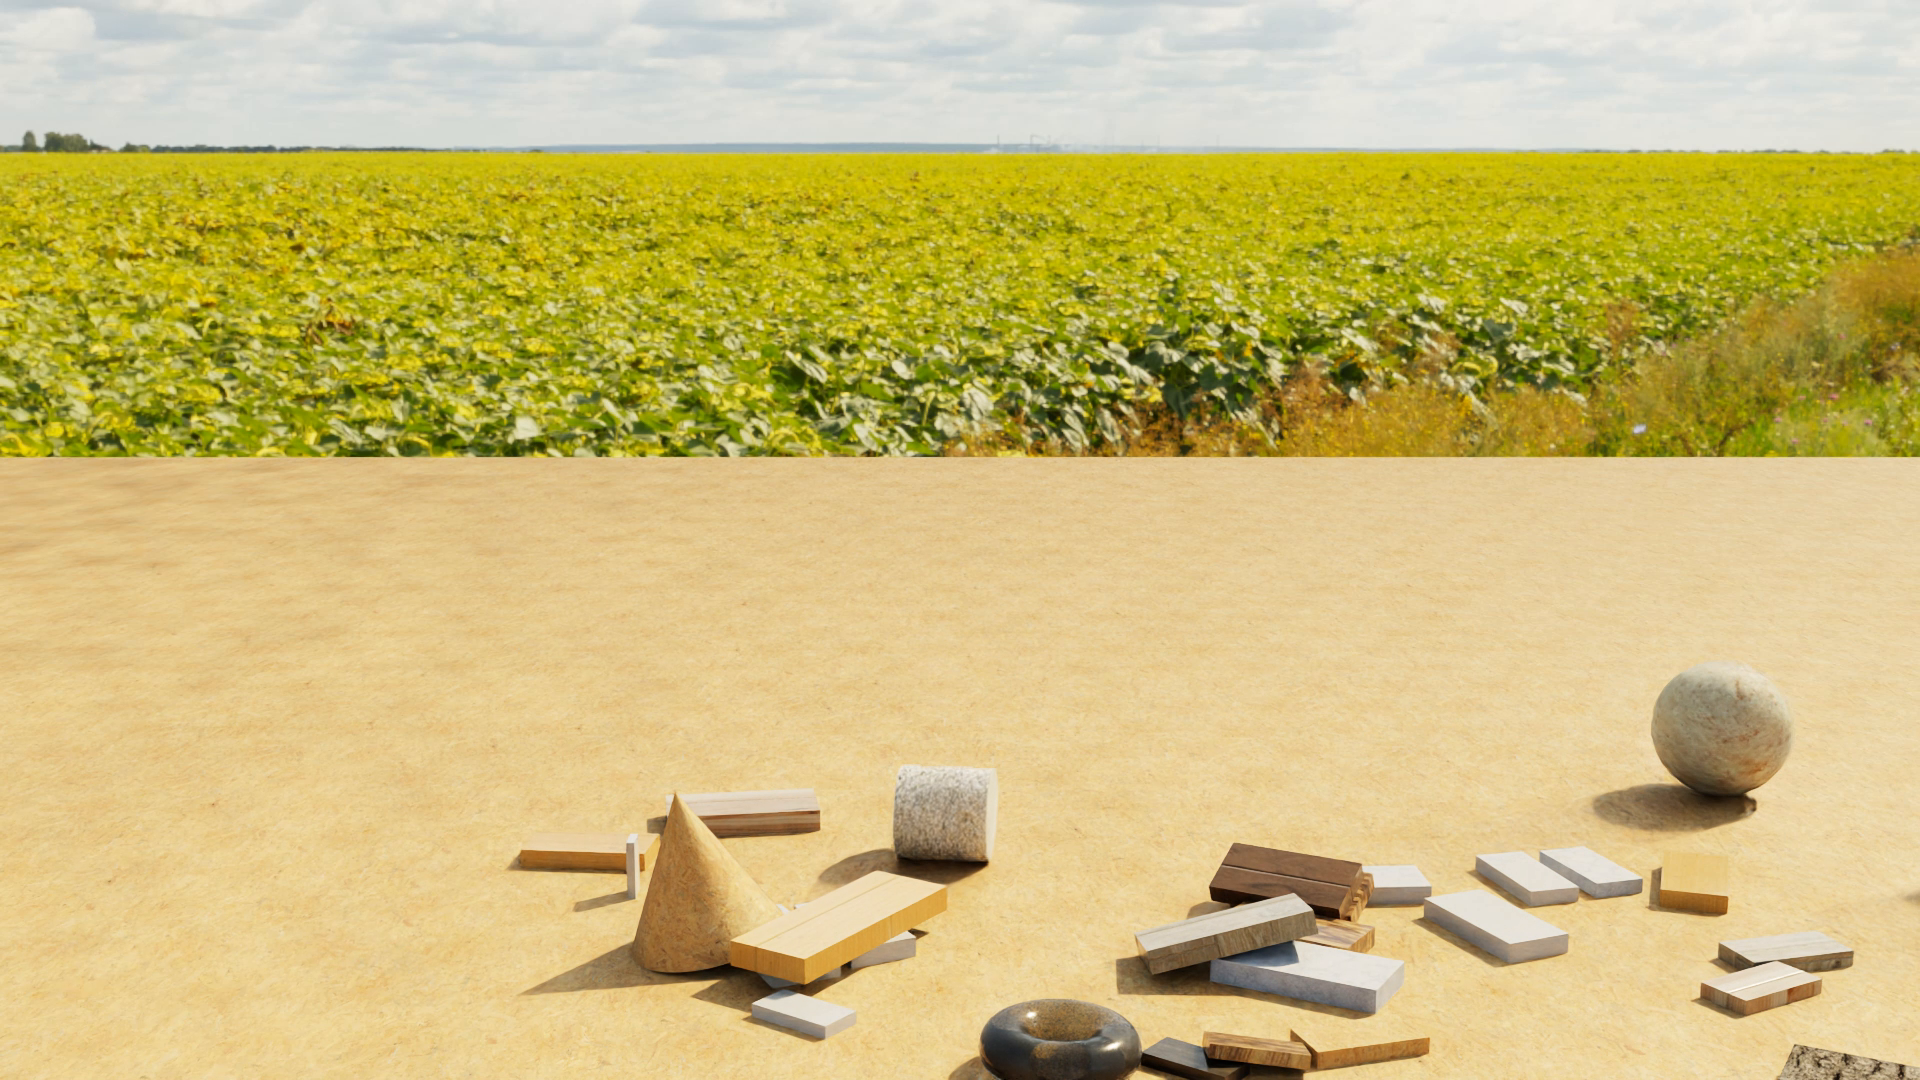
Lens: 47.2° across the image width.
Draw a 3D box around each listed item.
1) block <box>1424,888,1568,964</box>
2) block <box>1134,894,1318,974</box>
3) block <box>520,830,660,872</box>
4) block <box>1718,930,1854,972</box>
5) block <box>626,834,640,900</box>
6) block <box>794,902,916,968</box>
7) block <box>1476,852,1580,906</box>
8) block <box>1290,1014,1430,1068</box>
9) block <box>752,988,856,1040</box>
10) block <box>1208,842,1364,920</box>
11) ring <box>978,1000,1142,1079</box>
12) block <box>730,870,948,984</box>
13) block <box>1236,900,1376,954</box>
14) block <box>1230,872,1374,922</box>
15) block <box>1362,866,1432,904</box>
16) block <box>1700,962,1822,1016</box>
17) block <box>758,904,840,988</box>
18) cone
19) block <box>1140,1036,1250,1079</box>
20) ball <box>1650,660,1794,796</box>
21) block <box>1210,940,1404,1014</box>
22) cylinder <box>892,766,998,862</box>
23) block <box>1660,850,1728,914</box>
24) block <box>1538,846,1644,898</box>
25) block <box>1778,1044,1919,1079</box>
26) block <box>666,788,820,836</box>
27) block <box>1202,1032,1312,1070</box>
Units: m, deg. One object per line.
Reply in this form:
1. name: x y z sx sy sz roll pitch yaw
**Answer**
1. block: 0.846 0.609 3.480 0.111 0.031 0.222 -5 11 -23
2. block: 0.402 0.596 3.337 0.257 0.036 0.129 -13 3 -4
3. block: -0.645 0.542 3.842 0.219 0.031 0.109 1 11 6
4. block: 1.263 0.634 3.366 0.176 0.025 0.088 -3 11 -16
5. block: -0.544 0.543 3.657 0.014 0.097 0.049 0 11 0
6. block: -0.167 0.614 3.457 0.109 0.031 0.219 -5 12 -27
7. block: 0.954 0.570 3.708 0.088 0.025 0.190 -3 11 -14
8. block: 0.553 0.694 3.045 0.170 0.024 0.085 -3 11 -17
9. block: -0.223 0.677 3.145 0.138 0.020 0.069 8 13 36
10. block: 0.528 0.554 3.560 0.222 0.031 0.111 6 36 29
11. ring: 0.135 0.684 2.966 0.221 0.074 0.221 1 10 0
12. block: -0.180 0.592 3.384 0.138 0.039 0.375 7 13 32
13. block: 0.524 0.616 3.443 0.222 0.031 0.111 7 12 32
14. block: 0.556 0.571 3.581 0.211 0.030 0.105 6 36 30
15. block: 0.668 0.576 3.665 0.211 0.030 0.105 -1 11 -3
16. block: 1.179 0.659 3.235 0.165 0.023 0.082 -6 12 -30
17. block: -0.283 0.625 3.397 0.109 0.031 0.256 -5 12 -25
18. cone: -0.412 0.498 3.383 0.242 0.242 0.242 -10 15 3
19. block: 0.319 0.709 2.979 0.132 0.019 0.066 8 13 37
20. ball: 1.455 0.360 4.202 0.258 0.258 0.258 0 11 0
21. block: 0.518 0.643 3.281 0.257 0.036 0.129 6 12 29
22. cylinder: -0.025 0.478 3.837 0.160 0.160 0.160 1 11 8
23. block: 1.231 0.572 3.686 0.105 0.030 0.211 4 11 18
24. block: 1.072 0.564 3.741 0.088 0.025 0.176 -3 11 -17
25. block: 1.210 0.721 2.862 0.257 0.036 0.129 6 12 29
26. block: -0.400 0.501 4.041 0.275 0.039 0.138 -2 11 -9
27. block: 0.402 0.693 2.986 0.138 0.020 0.069 7 1 -1
